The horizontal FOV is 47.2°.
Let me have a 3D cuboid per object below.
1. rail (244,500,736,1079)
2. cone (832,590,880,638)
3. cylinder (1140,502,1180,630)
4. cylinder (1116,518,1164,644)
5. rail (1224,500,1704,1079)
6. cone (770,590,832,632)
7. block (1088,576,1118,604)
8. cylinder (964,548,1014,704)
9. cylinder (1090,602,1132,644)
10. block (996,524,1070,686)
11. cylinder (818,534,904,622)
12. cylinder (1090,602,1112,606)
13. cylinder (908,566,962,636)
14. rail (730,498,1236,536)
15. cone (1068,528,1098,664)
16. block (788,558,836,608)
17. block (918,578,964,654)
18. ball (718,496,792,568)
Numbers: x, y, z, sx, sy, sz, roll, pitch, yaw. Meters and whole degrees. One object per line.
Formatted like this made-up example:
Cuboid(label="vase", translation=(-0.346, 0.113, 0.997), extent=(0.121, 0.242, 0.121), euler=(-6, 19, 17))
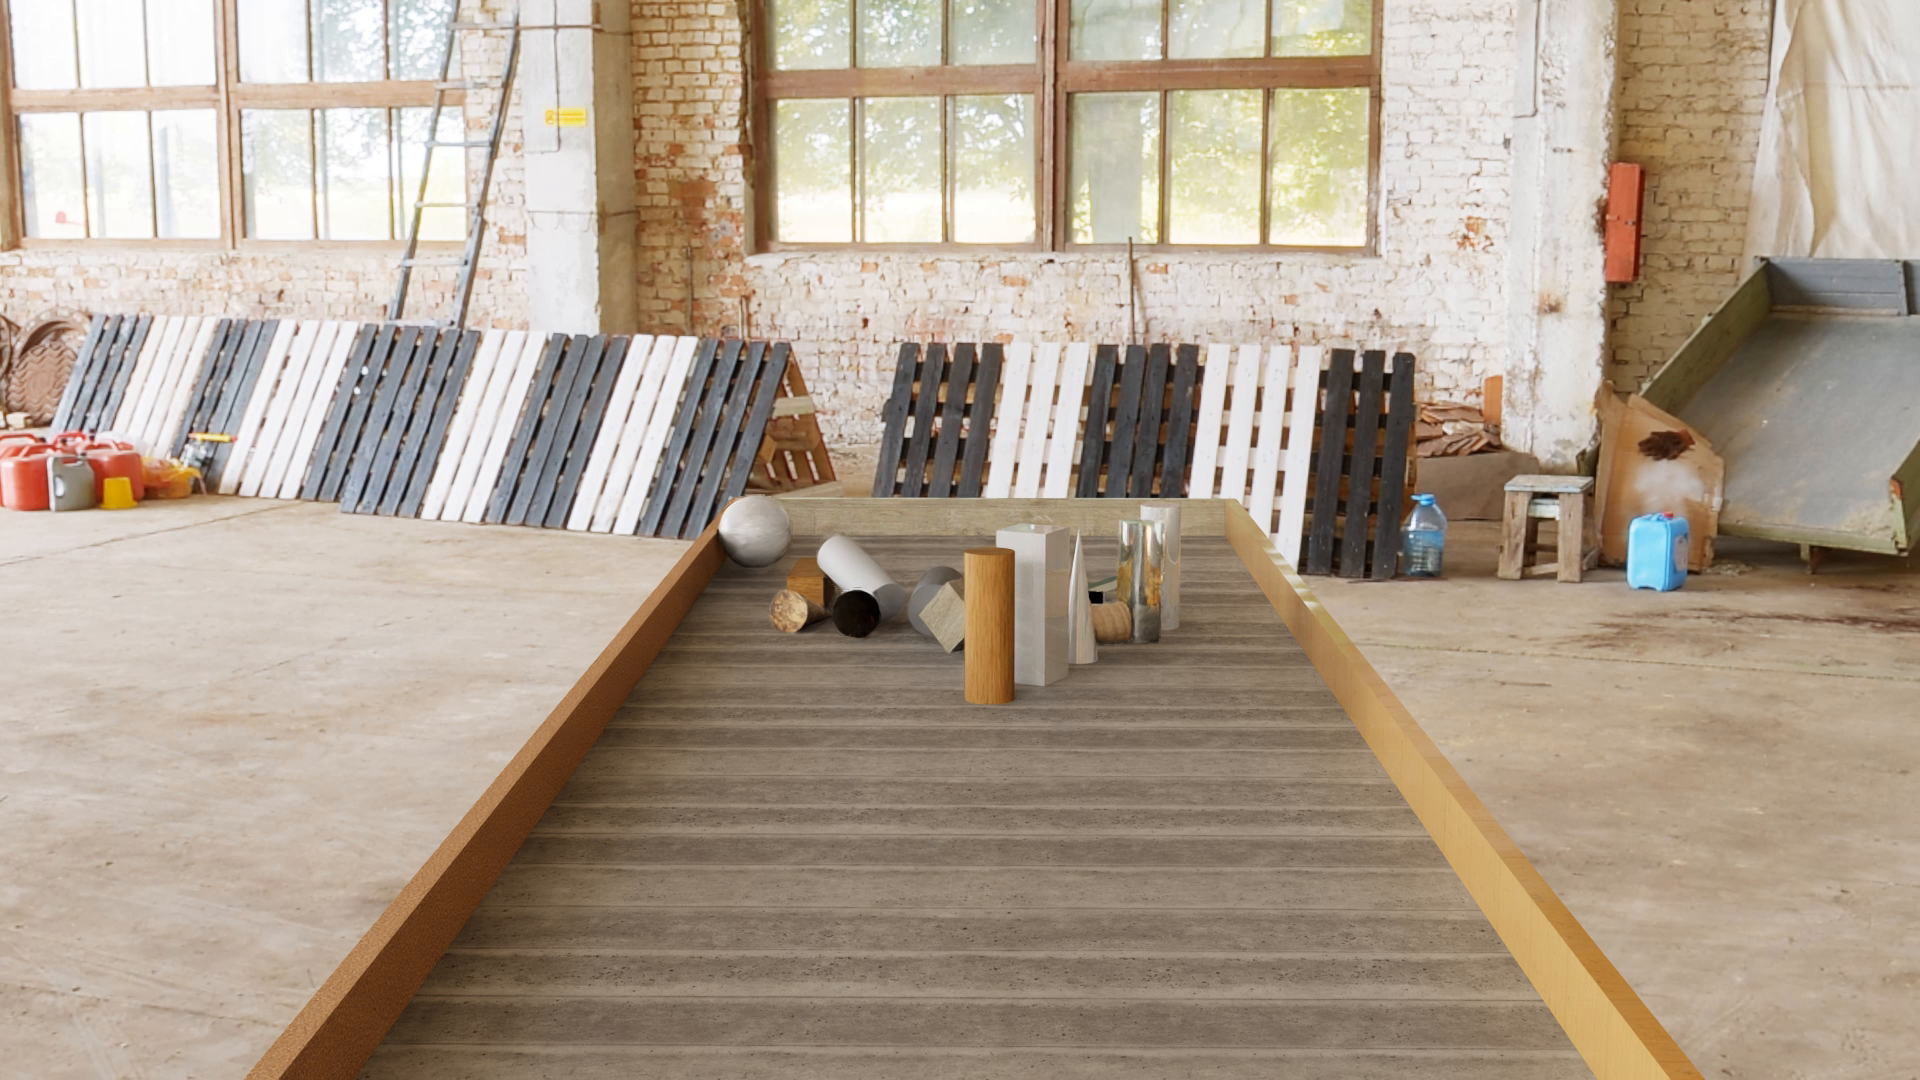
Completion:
Cuboid(label="rail", translation=(-1.004, 0.839, 3.234), extent=(0.050, 0.150, 12.000), euler=(0, 9, 1))
Cuboid(label="cone", translation=(-0.373, 0.245, 7.218), extent=(0.154, 0.154, 0.374), euler=(-2, -2, -13))
Cuboid(label="cylinder", translation=(0.654, 0.084, 7.192), extent=(0.131, 0.402, 0.131), euler=(0, 9, 0))
Cuboid(label="cylinder", translation=(0.568, 0.130, 6.958), extent=(0.142, 0.380, 0.142), euler=(2, 8, 0))
Cuboid(label="rail", translation=(1.046, 0.843, 3.208), extent=(0.050, 0.150, 12.000), euler=(0, 9, 1))
Cuboid(label="cone", translation=(-0.487, 0.241, 7.273), extent=(0.137, 0.137, 0.344), euler=(4, -1, 23))
Cuboid(label="block", translation=(0.513, 0.198, 7.413), extent=(0.108, 0.108, 0.339), euler=(5, 10, 30))
Cuboid(label="cylinder", translation=(0.083, 0.239, 6.159), extent=(0.141, 0.421, 0.141), euler=(0, 9, 0))
Cuboid(label="cylinder", translation=(0.329, 0.272, 6.835), extent=(0.390, 0.120, 0.120), euler=(-6, 10, -16))
Cuboid(label="block", translation=(0.212, 0.186, 6.420), extent=(0.159, 0.443, 0.159), euler=(5, 10, 28))
Cuboid(label="cylinder", translation=(-0.334, 0.128, 7.380), extent=(0.147, 0.147, 0.337), euler=(-6, 32, -34))
Cuboid(label="cylinder", translation=(0.437, 0.257, 7.043), extent=(0.367, 0.108, 0.108), euler=(-6, 11, -33))
Cuboid(label="cylinder", translation=(-0.071, 0.199, 7.207), extent=(0.171, 0.171, 0.351), euler=(1, 9, 4))
Cuboid(label="rail", translation=(0.099, -0.098, 9.147), extent=(2.100, 0.150, 0.050), euler=(0, 9, 1))
Cuboid(label="cone", translation=(0.360, 0.161, 6.676), extent=(0.124, 0.411, 0.124), euler=(0, 9, 0))
Cuboid(label="block", translation=(-0.515, 0.155, 7.634), extent=(0.124, 0.124, 0.397), euler=(0, 9, 2))
Cuboid(label="block", translation=(0.089, 0.212, 6.953), extent=(0.160, 0.160, 0.442), euler=(51, 32, 17))
Cuboid(label="ball", translation=(-0.774, -0.030, 8.315), extent=(0.276, 0.276, 0.276), euler=(0, 9, 0))
